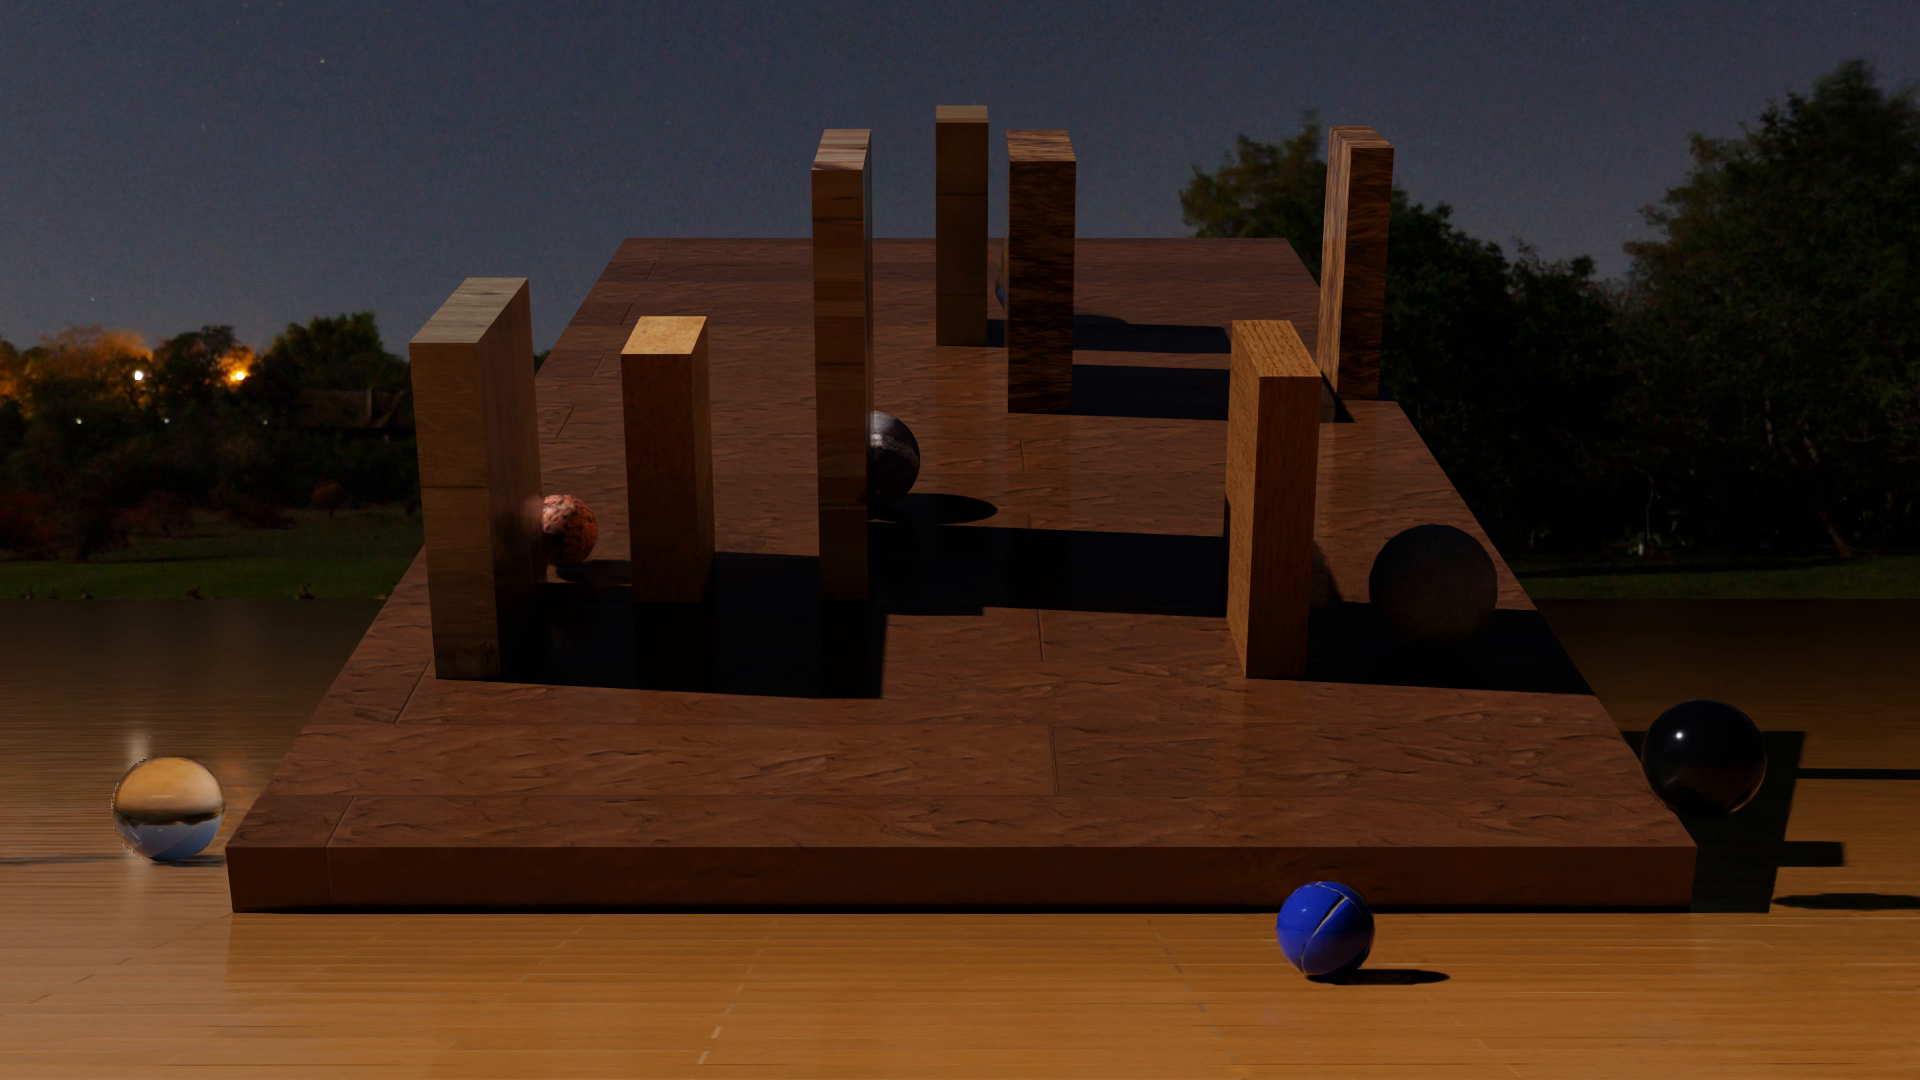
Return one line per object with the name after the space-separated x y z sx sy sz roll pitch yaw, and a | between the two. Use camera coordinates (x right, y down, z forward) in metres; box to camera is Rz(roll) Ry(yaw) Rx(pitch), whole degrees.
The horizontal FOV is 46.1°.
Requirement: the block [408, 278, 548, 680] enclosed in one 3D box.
-0.787 -0.112 3.731 0.104 0.554 0.443 0 19 0 | block

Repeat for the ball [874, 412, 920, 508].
-0.173 -0.156 4.403 0.191 0.191 0.191 0 -1 0 | ball

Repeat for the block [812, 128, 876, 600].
-0.203 -0.321 4.024 0.084 0.754 0.415 0 19 0 | block

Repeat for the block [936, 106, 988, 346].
0.004 -0.790 5.655 0.126 0.552 0.271 0 19 0 | block

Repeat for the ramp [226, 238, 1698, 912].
-0.005 -0.202 4.970 2.000 0.100 4.000 0 19 0 | ramp

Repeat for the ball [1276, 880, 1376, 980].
0.415 0.443 2.567 0.111 0.111 0.111 0 -1 0 | ball

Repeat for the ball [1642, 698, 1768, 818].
1.042 0.306 3.163 0.168 0.168 0.168 0 -1 0 | ball

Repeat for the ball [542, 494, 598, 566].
-0.718 -0.017 4.066 0.130 0.130 0.130 0 -1 0 | ball

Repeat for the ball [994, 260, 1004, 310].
0.186 -0.657 5.815 0.195 0.195 0.195 0 -1 0 | ball

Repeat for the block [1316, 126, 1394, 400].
0.908 -0.643 5.210 0.095 0.575 0.303 0 19 0 | block

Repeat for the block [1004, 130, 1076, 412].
0.178 -0.621 5.160 0.142 0.564 0.422 0 19 0 | block

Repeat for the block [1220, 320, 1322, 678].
0.506 -0.074 3.707 0.096 0.500 0.357 0 19 0 | block

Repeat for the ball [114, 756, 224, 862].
-1.290 0.439 3.685 0.172 0.172 0.172 0 -1 0 | ball

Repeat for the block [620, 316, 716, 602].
-0.511 -0.145 3.987 0.118 0.447 0.263 0 19 0 | block

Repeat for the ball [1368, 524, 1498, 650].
0.779 0.078 3.717 0.209 0.209 0.209 0 -1 0 | ball
